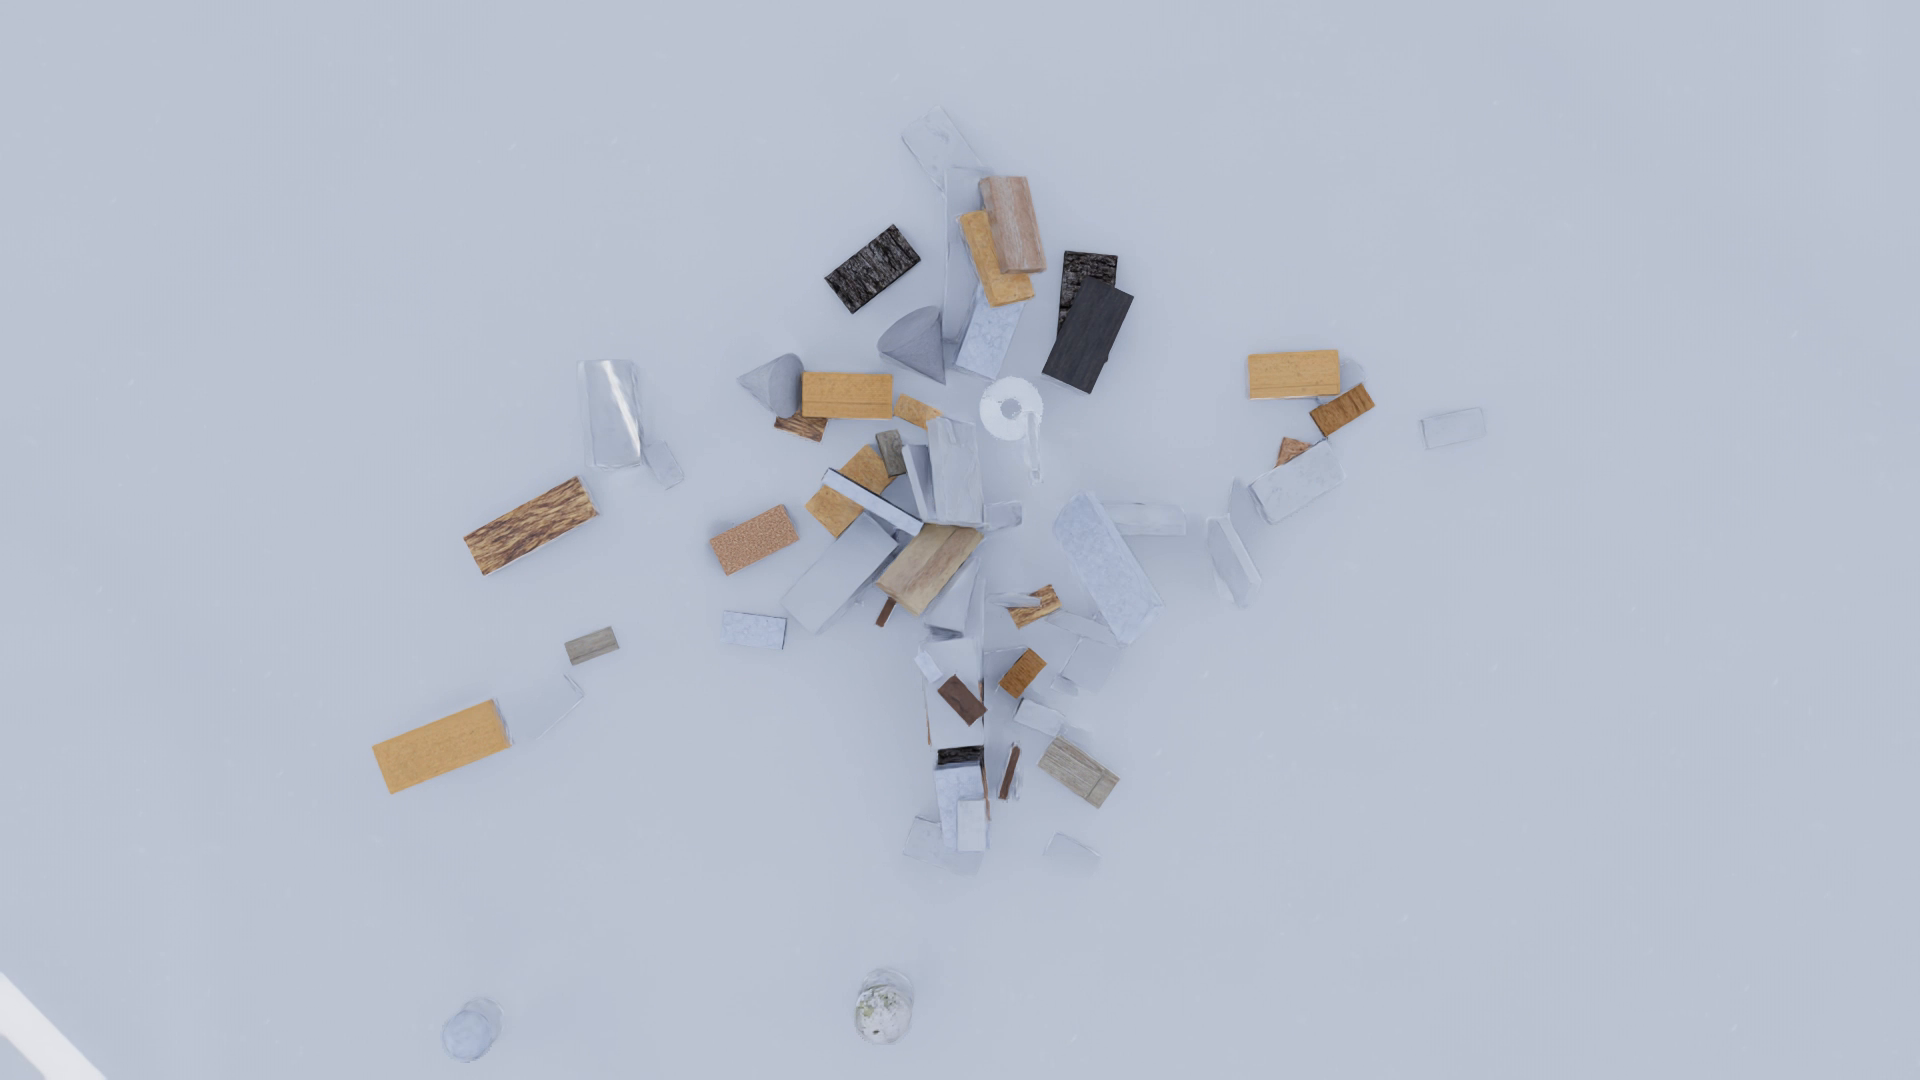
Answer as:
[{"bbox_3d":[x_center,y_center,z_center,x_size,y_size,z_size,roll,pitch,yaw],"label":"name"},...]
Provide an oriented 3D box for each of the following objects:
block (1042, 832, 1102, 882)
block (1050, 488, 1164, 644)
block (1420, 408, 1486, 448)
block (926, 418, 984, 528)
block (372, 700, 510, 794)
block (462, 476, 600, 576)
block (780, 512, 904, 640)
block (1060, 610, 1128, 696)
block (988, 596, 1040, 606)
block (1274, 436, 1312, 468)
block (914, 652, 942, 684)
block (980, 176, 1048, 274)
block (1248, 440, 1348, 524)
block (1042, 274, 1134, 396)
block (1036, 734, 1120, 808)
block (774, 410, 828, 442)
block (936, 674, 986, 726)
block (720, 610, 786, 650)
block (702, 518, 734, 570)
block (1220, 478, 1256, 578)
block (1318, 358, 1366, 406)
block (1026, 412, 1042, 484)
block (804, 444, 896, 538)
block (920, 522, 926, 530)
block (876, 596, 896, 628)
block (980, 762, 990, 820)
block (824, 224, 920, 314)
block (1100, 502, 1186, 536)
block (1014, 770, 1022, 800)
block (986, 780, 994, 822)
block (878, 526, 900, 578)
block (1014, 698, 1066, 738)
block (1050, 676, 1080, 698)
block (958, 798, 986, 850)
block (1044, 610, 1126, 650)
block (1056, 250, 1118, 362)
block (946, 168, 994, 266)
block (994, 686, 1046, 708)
[{"bbox_3d":[0.376,1.053,5.487,0.178,0.025,0.089,29,90,0],"label":"block"},{"bbox_3d":[0.467,0.081,5.281,0.176,0.050,0.506,-49,51,28],"label":"block"},{"bbox_3d":[1.641,-0.373,5.486,0.194,0.028,0.097,-12,90,0],"label":"block"},{"bbox_3d":[-0.012,-0.220,5.388,0.172,0.049,0.345,5,73,-43],"label":"block"},{"bbox_3d":[-1.721,0.686,5.476,0.417,0.049,0.172,-22,90,0],"label":"block"},{"bbox_3d":[-1.423,-0.046,5.479,0.428,0.042,0.148,-28,89,0],"label":"block"},{"bbox_3d":[-0.391,0.116,5.441,0.409,0.049,0.175,-47,66,0],"label":"block"},{"bbox_3d":[0.465,0.362,5.474,0.138,0.039,0.279,32,87,0],"label":"block"},{"bbox_3d":[0.176,0.199,5.418,0.158,0.079,0.022,-2,78,41],"label":"block"},{"bbox_3d":[1.098,-0.236,5.484,0.097,0.028,0.194,16,90,-3],"label":"block"},{"bbox_3d":[-0.102,0.408,5.293,0.048,0.014,0.096,-34,87,-3],"label":"block"},{"bbox_3d":[0.175,-1.025,5.368,0.158,0.045,0.315,-8,83,-34],"label":"block"},{"bbox_3d":[1.116,-0.194,5.449,0.292,0.041,0.146,-31,94,-4],"label":"block"},{"bbox_3d":[0.419,-0.673,5.426,0.176,0.050,0.352,24,90,0],"label":"block"},{"bbox_3d":[0.392,0.769,5.482,0.252,0.036,0.126,35,90,0],"label":"block"},{"bbox_3d":[-0.529,-0.388,5.488,0.163,0.023,0.081,19,90,0],"label":"block"},{"bbox_3d":[0.006,0.513,5.277,0.077,0.022,0.155,-42,84,-6],"label":"block"},{"bbox_3d":[-0.686,0.300,5.485,0.206,0.029,0.103,7,90,0],"label":"block"},{"bbox_3d":[-0.803,0.015,5.488,0.081,0.023,0.163,8,90,0],"label":"block"},{"bbox_3d":[0.930,-0.036,5.488,0.083,0.023,0.337,7,90,0],"label":"block"},{"bbox_3d":[1.255,-0.524,5.473,0.166,0.023,0.083,-31,69,1],"label":"block"},{"bbox_3d":[0.241,-0.298,5.342,0.023,0.080,0.230,-8,54,7],"label":"block"},{"bbox_3d":[-0.360,-0.164,5.479,0.148,0.042,0.295,45,90,0],"label":"block"},{"bbox_3d":[-0.071,-0.059,5.489,0.160,0.023,0.080,-29,90,0],"label":"block"},{"bbox_3d":[-0.217,0.191,5.448,0.029,0.103,0.206,28,90,1],"label":"block"},{"bbox_3d":[0.012,0.779,5.434,0.150,0.042,0.300,-6,84,0],"label":"block"},{"bbox_3d":[-0.290,-0.900,5.479,0.292,0.041,0.146,-38,90,0],"label":"block"},{"bbox_3d":[0.598,-0.070,5.430,0.276,0.138,0.039,1,120,0],"label":"block"},{"bbox_3d":[0.192,0.809,5.459,0.013,0.046,0.092,8,65,-4],"label":"block"},{"bbox_3d":[0.030,0.819,5.482,0.126,0.036,0.252,-11,90,0],"label":"block"},{"bbox_3d":[-0.234,0.037,5.476,0.014,0.048,0.184,18,90,0],"label":"block"},{"bbox_3d":[0.262,0.588,5.469,0.158,0.022,0.079,24,92,-14],"label":"block"},{"bbox_3d":[0.353,0.489,5.494,0.092,0.013,0.046,22,90,0],"label":"block"},{"bbox_3d":[0.036,0.920,5.337,0.089,0.025,0.178,-1,107,0],"label":"block"},{"bbox_3d":[0.417,0.290,5.451,0.286,0.015,0.054,19,84,16],"label":"block"},{"bbox_3d":[0.419,-0.775,5.475,0.175,0.049,0.349,5,90,0],"label":"block"},{"bbox_3d":[0.033,-1.064,5.442,0.158,0.045,0.315,-1,101,-5],"label":"block"},{"bbox_3d":[0.202,0.518,5.489,0.155,0.022,0.077,32,90,0],"label":"block"}]
